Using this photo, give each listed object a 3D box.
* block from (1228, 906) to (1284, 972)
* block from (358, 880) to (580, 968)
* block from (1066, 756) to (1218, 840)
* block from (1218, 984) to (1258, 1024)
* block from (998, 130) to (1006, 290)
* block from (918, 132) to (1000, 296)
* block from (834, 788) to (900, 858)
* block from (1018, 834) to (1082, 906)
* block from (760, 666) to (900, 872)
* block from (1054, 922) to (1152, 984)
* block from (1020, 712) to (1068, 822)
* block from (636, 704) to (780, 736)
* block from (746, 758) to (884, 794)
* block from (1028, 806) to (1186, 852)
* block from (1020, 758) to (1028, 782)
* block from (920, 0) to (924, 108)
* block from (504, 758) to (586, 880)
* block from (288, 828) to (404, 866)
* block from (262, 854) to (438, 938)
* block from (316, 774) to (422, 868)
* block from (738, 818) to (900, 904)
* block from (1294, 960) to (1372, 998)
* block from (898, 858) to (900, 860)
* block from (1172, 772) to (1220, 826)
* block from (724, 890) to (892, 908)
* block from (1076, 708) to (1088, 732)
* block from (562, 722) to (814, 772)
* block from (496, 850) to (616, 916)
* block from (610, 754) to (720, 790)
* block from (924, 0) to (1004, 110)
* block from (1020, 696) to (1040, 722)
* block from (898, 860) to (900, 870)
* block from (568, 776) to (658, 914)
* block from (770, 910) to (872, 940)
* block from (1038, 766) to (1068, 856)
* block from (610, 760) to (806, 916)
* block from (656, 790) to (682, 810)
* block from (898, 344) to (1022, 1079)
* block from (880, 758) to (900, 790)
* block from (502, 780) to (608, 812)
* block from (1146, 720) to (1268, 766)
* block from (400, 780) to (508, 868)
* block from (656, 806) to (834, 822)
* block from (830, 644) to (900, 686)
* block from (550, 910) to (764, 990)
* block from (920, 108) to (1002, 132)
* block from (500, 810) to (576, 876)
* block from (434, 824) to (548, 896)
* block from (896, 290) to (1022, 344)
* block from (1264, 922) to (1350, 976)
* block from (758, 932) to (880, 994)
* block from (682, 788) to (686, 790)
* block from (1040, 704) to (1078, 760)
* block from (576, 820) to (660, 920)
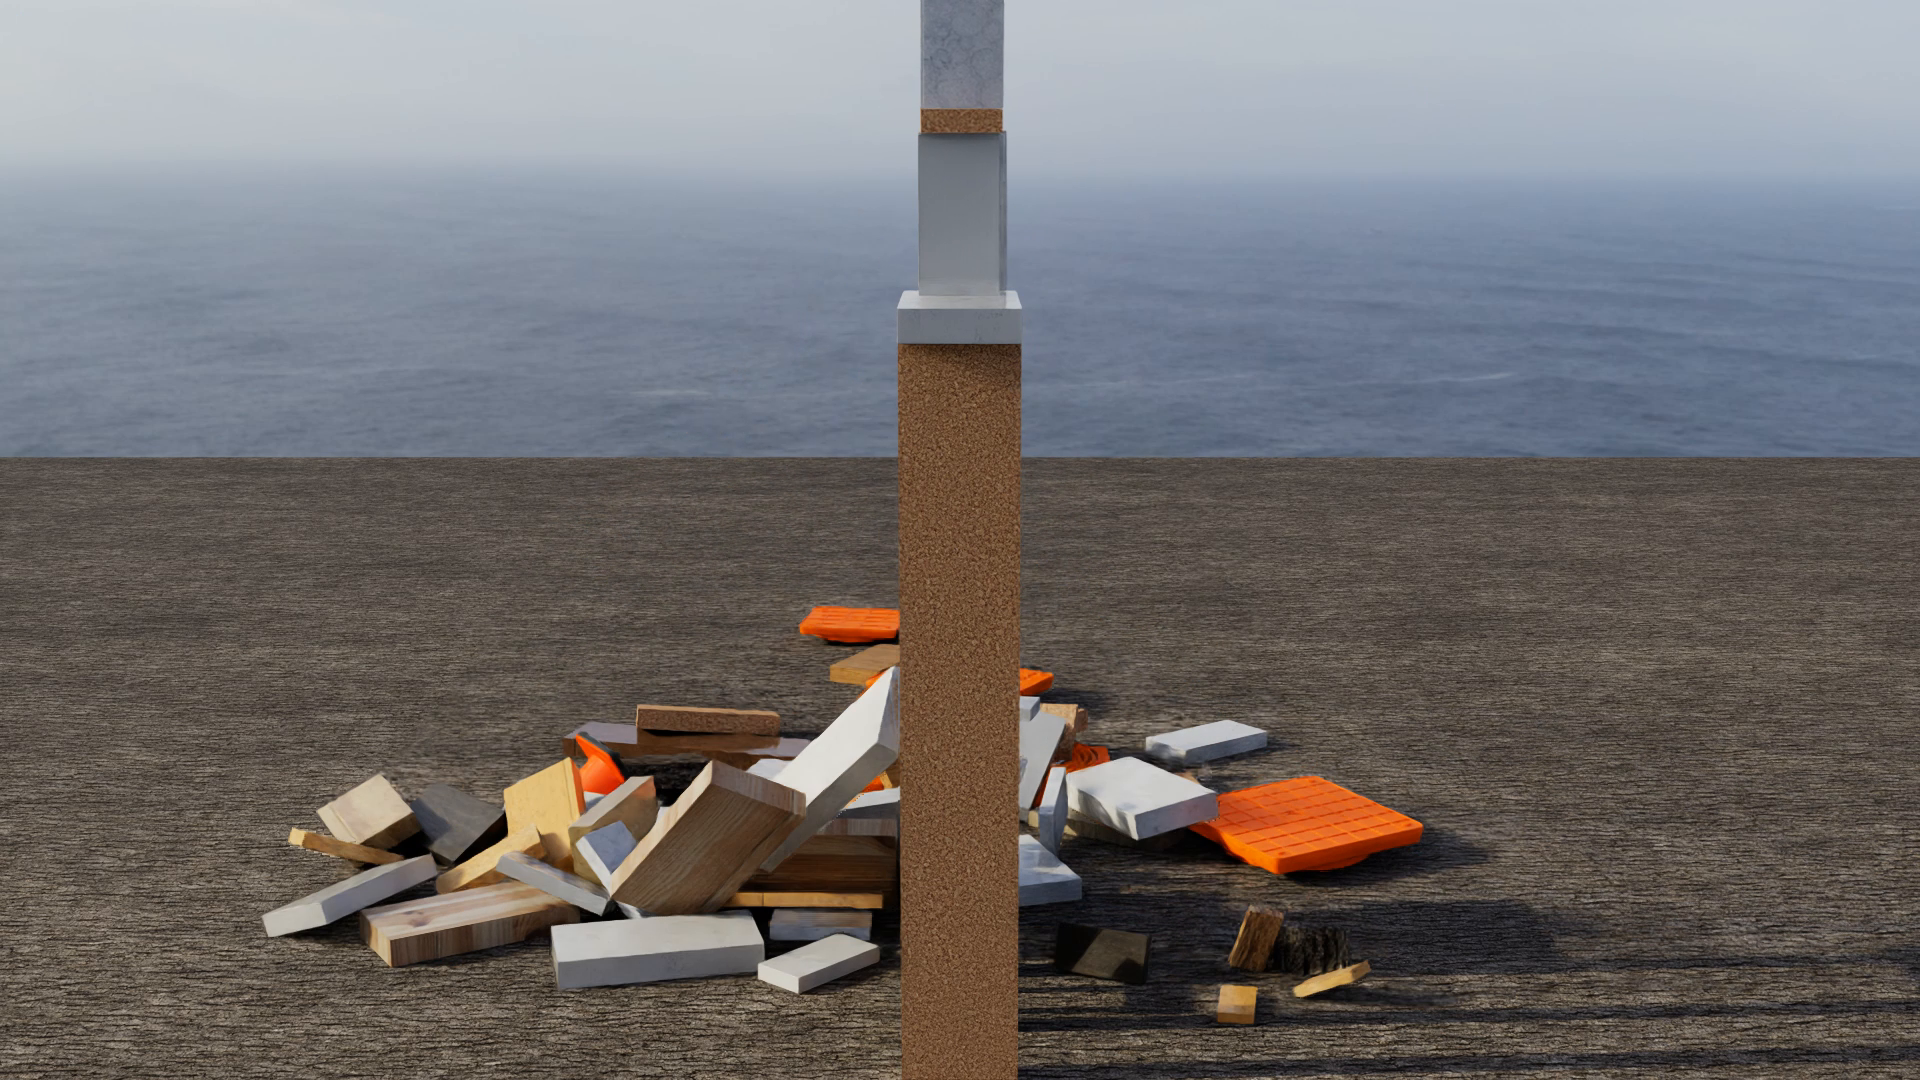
[{"bbox_3d":[0.445,0.600,3.306,0.052,0.104,0.015,12,27,-7],"label":"block"},{"bbox_3d":[-0.776,0.602,3.486,0.309,0.044,0.154,-7,12,-32],"label":"block"},{"bbox_3d":[0.313,0.462,3.963,0.161,0.046,0.322,-13,11,-21],"label":"block"},{"bbox_3d":[0.402,0.672,3.184,0.052,0.015,0.104,2,11,10],"label":"block"},{"bbox_3d":[0.011,-0.375,3.075,0.107,0.388,0.030,0,6,-2],"label":"block"},{"bbox_3d":[-0.002,-0.435,2.933,0.107,0.214,0.030,0,11,0],"label":"block"},{"bbox_3d":[-0.158,0.485,3.711,0.247,0.124,0.035,-7,34,-10],"label":"block"},{"bbox_3d":[0.103,0.560,3.735,0.124,0.035,0.247,-4,11,-18],"label":"block"},{"bbox_3d":[-0.201,0.359,3.419,0.044,0.394,0.154,30,42,-18],"label":"block"},{"bbox_3d":[0.214,0.620,3.306,0.142,0.071,0.020,5,-8,25],"label":"block"},{"bbox_3d":[0.105,0.415,4.139,0.126,0.036,0.253,15,41,11],"label":"block"},{"bbox_3d":[-0.525,0.374,4.571,0.290,0.041,0.145,4,-2,-9],"label":"block"},{"bbox_3d":[-0.280,0.465,4.242,0.259,0.037,0.130,2,11,13],"label":"block"},{"bbox_3d":[0.266,0.516,3.989,0.274,0.027,0.096,7,12,34],"label":"block"},{"bbox_3d":[0.055,0.441,3.795,0.079,0.157,0.022,23,-11,-20],"label":"block"},{"bbox_3d":[-0.002,-0.706,3.043,0.106,0.212,0.030,0,12,0],"label":"block"},{"bbox_3d":[-0.702,0.486,3.747,0.131,0.037,0.261,-27,33,1],"label":"block"},{"bbox_3d":[-1.041,0.524,3.730,0.173,0.024,0.086,20,-13,-28],"label":"block"},{"bbox_3d":[-0.982,0.572,3.551,0.130,0.037,0.261,-16,2,29],"label":"block"},{"bbox_3d":[-1.054,0.498,3.918,0.130,0.037,0.261,-31,22,-19],"label":"block"},{"bbox_3d":[-0.293,0.525,3.608,0.381,0.145,0.041,1,33,3],"label":"block"},{"bbox_3d":[0.544,0.642,3.215,0.104,0.015,0.052,-28,-10,39],"label":"block"},{"bbox_3d":[-0.129,0.534,3.875,0.124,0.035,0.247,8,13,36],"label":"block"},{"bbox_3d":[0.403,0.487,4.136,0.116,0.033,0.232,-2,11,-8],"label":"block"},{"bbox_3d":[-0.281,0.580,3.559,0.332,0.022,0.079,-1,-7,9],"label":"block"},{"bbox_3d":[0.097,0.369,4.446,0.290,0.041,0.145,0,7,35],"label":"block"},{"bbox_3d":[-0.502,0.425,4.456,0.600,0.037,0.130,3,11,16],"label":"block"},{"bbox_3d":[-0.642,0.548,3.515,0.185,0.026,0.093,22,-2,4],"label":"block"},{"bbox_3d":[-0.561,0.437,4.162,0.161,0.046,0.322,-2,-2,-16],"label":"block"},{"bbox_3d":[0.004,-0.679,2.910,0.106,0.212,0.030,0,12,-1],"label":"block"},{"bbox_3d":[0.047,0.257,3.402,0.142,0.020,0.071,3,11,14],"label":"block"},{"bbox_3d":[-0.056,0.522,3.637,0.167,0.024,0.084,-35,20,56],"label":"block"},{"bbox_3d":[-0.574,0.508,3.701,0.041,0.145,0.290,-6,9,14],"label":"block"},{"bbox_3d":[-0.221,0.611,3.493,0.158,0.022,0.079,0,10,1],"label":"block"},{"bbox_3d":[0.166,0.484,3.903,0.026,0.091,0.183,-1,20,11],"label":"block"},{"bbox_3d":[-0.391,0.473,3.391,0.161,0.338,0.046,23,40,-23],"label":"block"},{"bbox_3d":[-0.459,0.511,4.049,0.062,0.017,0.324,-10,14,-42],"label":"block"},{"bbox_3d":[0.000,0.234,2.873,0.155,0.991,0.044,0,10,0],"label":"block"},{"bbox_3d":[-0.104,0.438,4.093,0.088,0.175,0.025,-8,-31,-36],"label":"block"},{"bbox_3d":[-0.700,0.499,3.878,0.247,0.035,0.123,5,48,27],"label":"block"},{"bbox_3d":[0.507,0.416,4.518,0.232,0.033,0.116,-8,13,-37],"label":"block"},{"bbox_3d":[-0.897,0.504,3.868,0.247,0.035,0.123,12,49,48],"label":"block"},{"bbox_3d":[-0.352,0.516,3.658,0.290,0.145,0.041,1,33,4],"label":"block"},{"bbox_3d":[-0.190,0.293,5.169,0.126,0.036,0.253,5,12,25],"label":"block"},{"bbox_3d":[-0.464,0.624,3.364,0.309,0.044,0.154,-3,11,-14],"label":"block"},{"bbox_3d":[0.001,-0.569,2.981,0.107,0.030,0.214,0,11,-1],"label":"block"},{"bbox_3d":[-0.718,0.518,3.783,0.247,0.035,0.123,10,50,43],"label":"block"},{"bbox_3d":[-0.776,0.540,3.638,0.185,0.026,0.093,-29,19,-9],"label":"block"},{"bbox_3d":[0.000,-0.294,2.880,0.155,0.044,0.310,0,11,0],"label":"block"},{"bbox_3d":[0.516,0.618,3.325,0.142,0.071,0.020,4,11,18],"label":"block"},{"bbox_3d":[-0.213,0.640,3.332,0.086,0.024,0.173,9,14,41],"label":"block"},{"bbox_3d":[-0.385,0.468,3.999,0.126,0.036,0.253,-3,-1,-37],"label":"block"},{"bbox_3d":[0.107,0.370,4.275,0.232,0.033,0.116,1,42,12],"label":"block"},{"bbox_3d":[-0.527,0.542,3.523,0.185,0.026,0.093,51,30,14],"label":"block"}]
